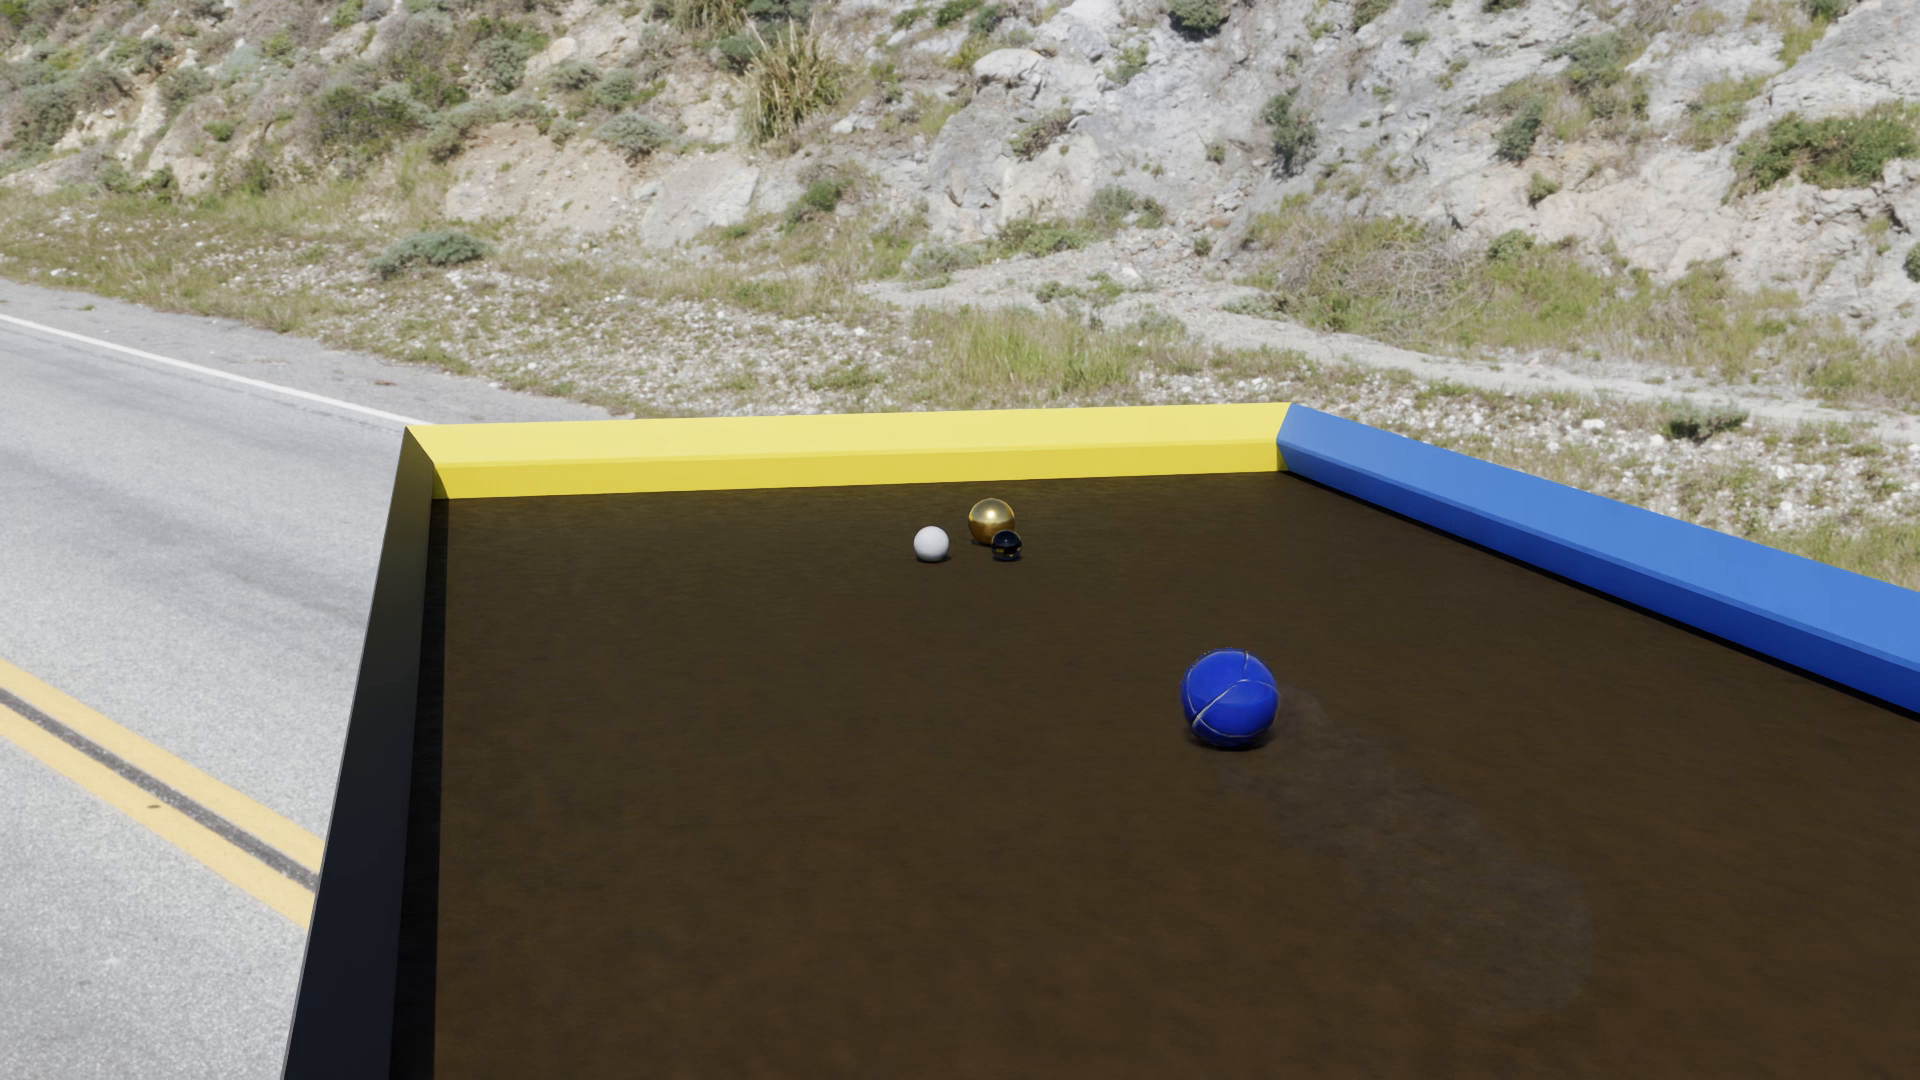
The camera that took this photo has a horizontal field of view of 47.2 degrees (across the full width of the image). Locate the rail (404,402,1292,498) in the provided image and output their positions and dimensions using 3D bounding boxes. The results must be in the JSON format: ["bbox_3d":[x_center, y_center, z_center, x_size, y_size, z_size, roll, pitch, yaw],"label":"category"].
[{"bbox_3d":[-0.156,-0.155,3.825,1.569,0.123,0.045,-2,10,-12],"label":"rail"}]

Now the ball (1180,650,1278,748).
[{"bbox_3d":[0.264,0.156,2.156,0.095,0.095,0.095,0,10,0],"label":"ball"}]

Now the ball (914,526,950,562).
[{"bbox_3d":[-0.040,0.006,3.127,0.051,0.051,0.051,0,10,0],"label":"ball"}]

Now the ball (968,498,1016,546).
[{"bbox_3d":[0.047,-0.027,3.257,0.070,0.070,0.070,0,10,0],"label":"ball"}]

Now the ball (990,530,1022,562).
[{"bbox_3d":[0.066,0.008,3.136,0.045,0.045,0.045,0,10,0],"label":"ball"}]

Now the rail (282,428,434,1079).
[{"bbox_3d":[-0.581,0.120,2.273,0.045,0.123,2.935,-2,10,-12],"label":"rail"}]

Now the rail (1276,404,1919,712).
[{"bbox_3d":[0.903,0.061,2.602,0.045,0.123,2.935,-2,10,-12],"label":"rail"}]
